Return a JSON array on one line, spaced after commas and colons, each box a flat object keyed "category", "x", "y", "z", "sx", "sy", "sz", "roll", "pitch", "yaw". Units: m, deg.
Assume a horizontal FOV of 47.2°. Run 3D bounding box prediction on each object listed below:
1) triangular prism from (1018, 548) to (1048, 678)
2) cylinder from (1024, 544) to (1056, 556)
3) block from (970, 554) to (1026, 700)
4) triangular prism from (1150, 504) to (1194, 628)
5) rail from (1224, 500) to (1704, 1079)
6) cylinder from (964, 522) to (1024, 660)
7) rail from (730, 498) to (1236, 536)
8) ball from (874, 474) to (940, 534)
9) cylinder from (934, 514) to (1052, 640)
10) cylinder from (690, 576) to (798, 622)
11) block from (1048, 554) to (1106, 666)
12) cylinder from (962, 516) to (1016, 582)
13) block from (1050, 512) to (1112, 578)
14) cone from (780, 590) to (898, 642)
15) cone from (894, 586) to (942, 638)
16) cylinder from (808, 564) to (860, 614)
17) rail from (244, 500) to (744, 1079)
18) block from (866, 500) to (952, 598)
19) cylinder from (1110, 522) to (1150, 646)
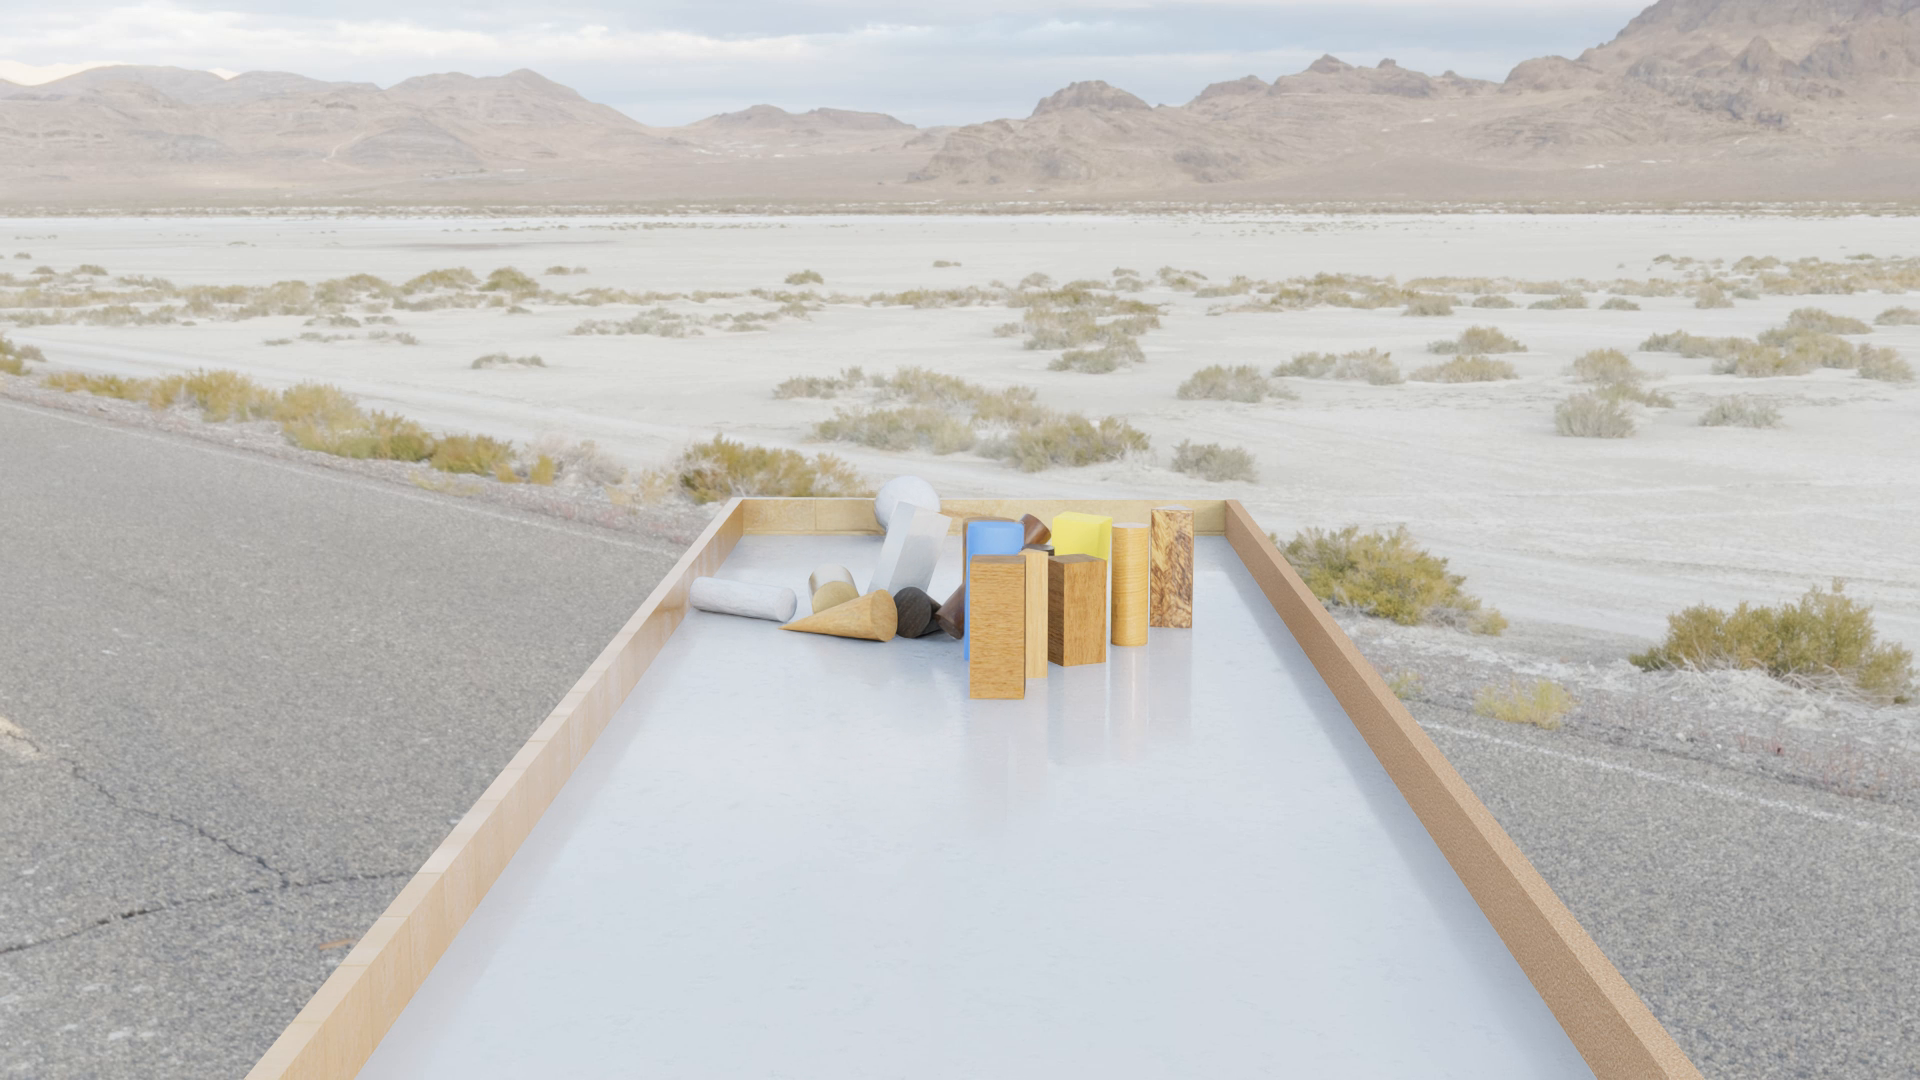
[{"category": "triangular prism", "x": 0.205, "y": 0.215, "z": 6.462, "sx": 0.091, "sy": 0.373, "sz": 0.079, "roll": -2, "pitch": 9, "yaw": -11}, {"category": "cylinder", "x": 0.231, "y": 0.174, "z": 6.938, "sx": 0.137, "sy": 0.306, "sz": 0.137, "roll": 0, "pitch": 9, "yaw": 0}, {"category": "block", "x": 0.108, "y": 0.245, "z": 6.227, "sx": 0.153, "sy": 0.387, "sz": 0.153, "roll": 1, "pitch": 9, "yaw": 4}, {"category": "triangular prism", "x": 0.703, "y": 0.084, "z": 7.229, "sx": 0.139, "sy": 0.390, "sz": 0.120, "roll": 2, "pitch": 9, "yaw": 12}, {"category": "rail", "x": 1.046, "y": 0.843, "z": 3.208, "sx": 0.050, "sy": 0.150, "sz": 12.000, "roll": 0, "pitch": 9, "yaw": 1}, {"category": "cylinder", "x": 0.102, "y": 0.157, "z": 6.692, "sx": 0.172, "sy": 0.409, "sz": 0.172, "roll": 2, "pitch": 7, "yaw": 0}, {"category": "rail", "x": 0.099, "y": -0.098, "z": 9.147, "sx": 2.100, "sy": 0.150, "sz": 0.050, "roll": 0, "pitch": 9, "yaw": 1}, {"category": "ball", "x": -0.216, "y": -0.132, "z": 8.984, "sx": 0.269, "sy": 0.269, "sz": 0.269, "roll": 0, "pitch": 9, "yaw": 0}, {"category": "cylinder", "x": 0.106, "y": 0.115, "z": 7.056, "sx": 0.454, "sy": 0.117, "sz": 0.117, "roll": -48, "pitch": 29, "yaw": -18}, {"category": "cylinder", "x": -0.730, "y": 0.198, "z": 7.395, "sx": 0.380, "sy": 0.114, "sz": 0.114, "roll": 6, "pitch": 11, "yaw": 35}, {"category": "block", "x": 0.345, "y": 0.211, "z": 6.677, "sx": 0.146, "sy": 0.314, "sz": 0.146, "roll": -4, "pitch": 10, "yaw": -26}, {"category": "cylinder", "x": 0.094, "y": 0.107, "z": 7.223, "sx": 0.171, "sy": 0.347, "sz": 0.171, "roll": 0, "pitch": 9, "yaw": 0}, {"category": "block", "x": 0.387, "y": 0.102, "z": 7.185, "sx": 0.156, "sy": 0.357, "sz": 0.156, "roll": 8, "pitch": 11, "yaw": 18}, {"category": "cone", "x": -0.421, "y": 0.264, "z": 7.082, "sx": 0.417, "sy": 0.167, "sz": 0.167, "roll": -8, "pitch": 4, "yaw": 29}, {"category": "cone", "x": -0.075, "y": 0.251, "z": 7.168, "sx": 0.165, "sy": 0.165, "sz": 0.321, "roll": 6, "pitch": -4, "yaw": 33}, {"category": "cylinder", "x": -0.420, "y": 0.185, "z": 7.327, "sx": 0.161, "sy": 0.161, "sz": 0.353, "roll": -1, "pitch": 9, "yaw": -6}, {"category": "rail", "x": -1.004, "y": 0.839, "z": 3.234, "sx": 0.050, "sy": 0.150, "sz": 12.000, "roll": 0, "pitch": 9, "yaw": 1}, {"category": "block", "x": -0.175, "y": 0.075, "z": 7.264, "sx": 0.139, "sy": 0.374, "sz": 0.139, "roll": 20, "pitch": -1, "yaw": -28}, {"category": "cylinder", "x": 0.535, "y": 0.140, "z": 6.925, "sx": 0.118, "sy": 0.376, "sz": 0.118, "roll": 0, "pitch": 9, "yaw": 0}]
